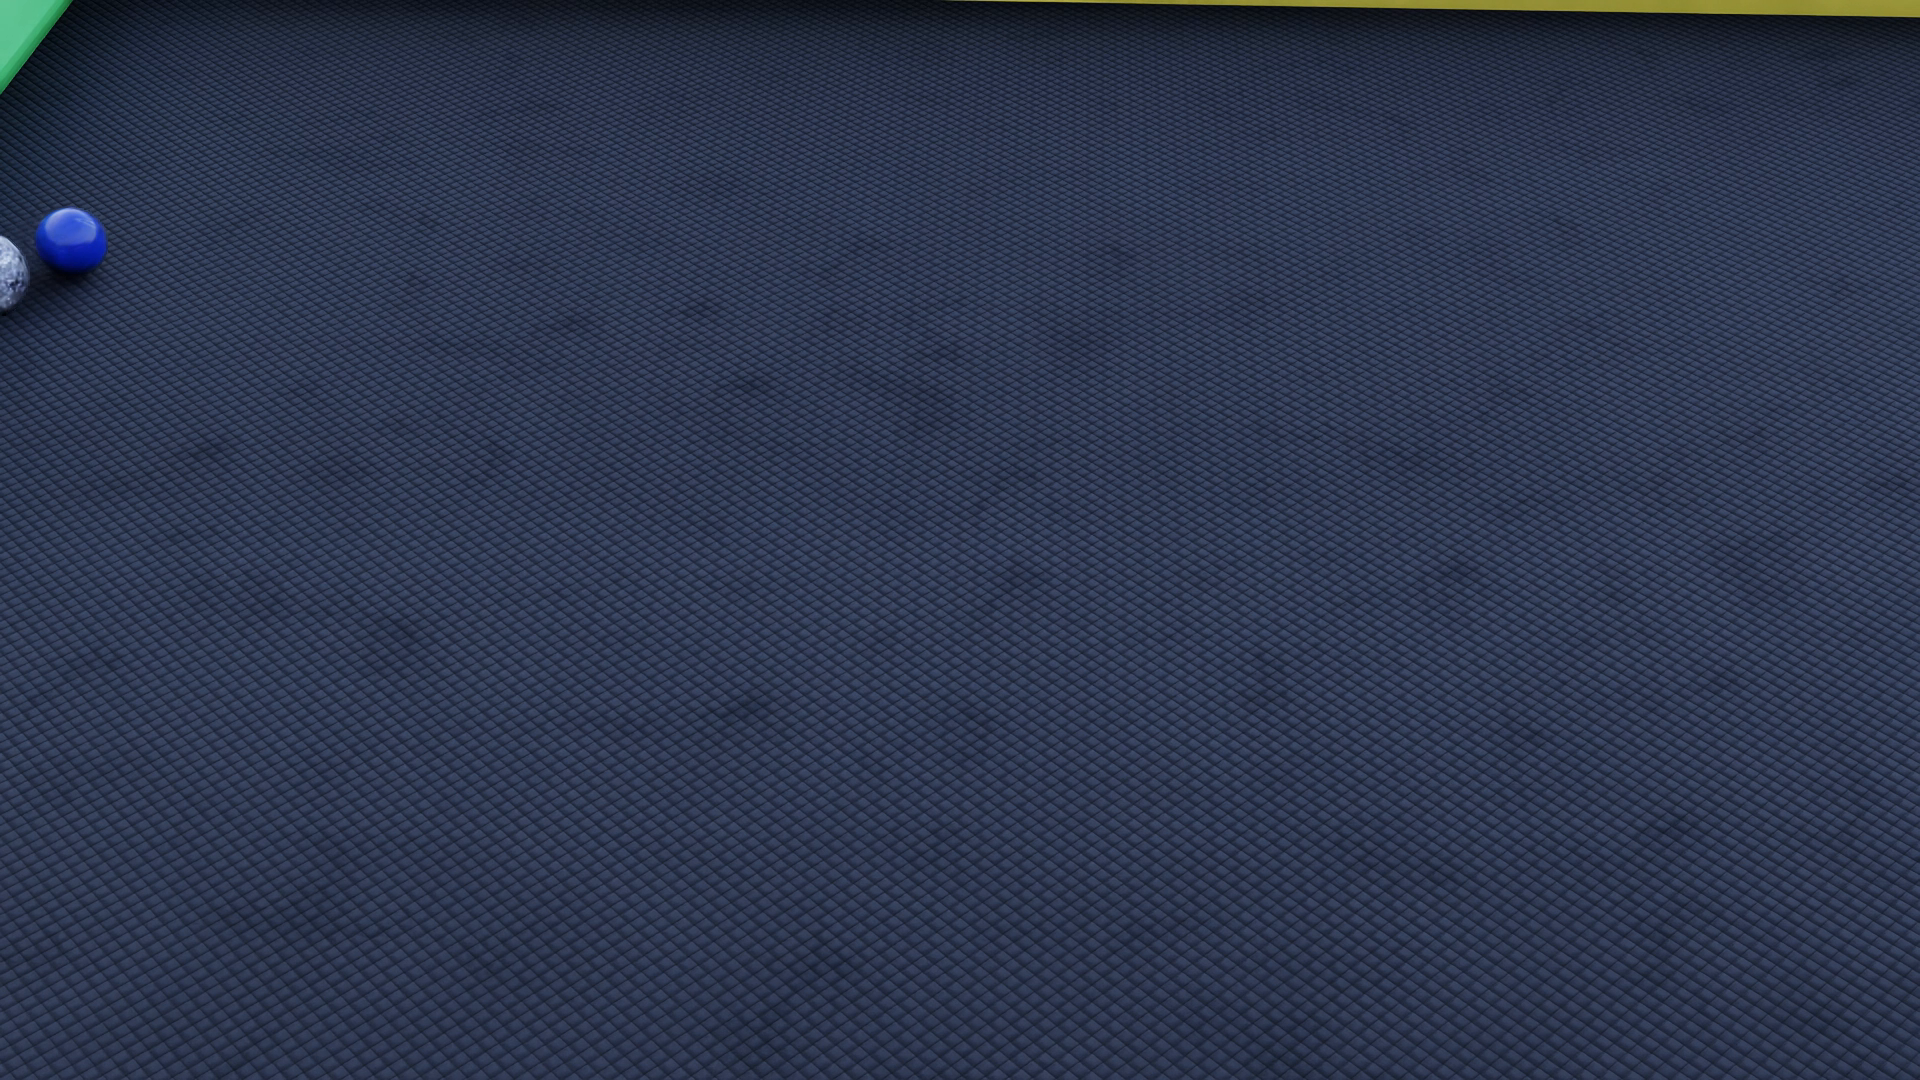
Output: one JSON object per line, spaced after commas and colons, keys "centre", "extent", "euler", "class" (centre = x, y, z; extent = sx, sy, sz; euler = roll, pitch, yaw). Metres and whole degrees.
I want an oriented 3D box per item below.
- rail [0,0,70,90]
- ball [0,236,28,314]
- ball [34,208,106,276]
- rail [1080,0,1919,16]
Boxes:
{"centre": [-0.870, -0.048, 1.719], "extent": [0.045, 0.117, 1.845], "euler": [1, 36, 2], "class": "rail"}
{"centre": [-0.755, -0.205, 1.979], "extent": [0.068, 0.068, 0.068], "euler": [0, 36, 0], "class": "ball"}
{"centre": [-0.706, -0.236, 2.035], "extent": [0.053, 0.053, 0.053], "euler": [0, 36, 0], "class": "ball"}
{"centre": [0.931, -0.532, 2.386], "extent": [3.576, 0.117, 0.045], "euler": [1, 36, 2], "class": "rail"}
